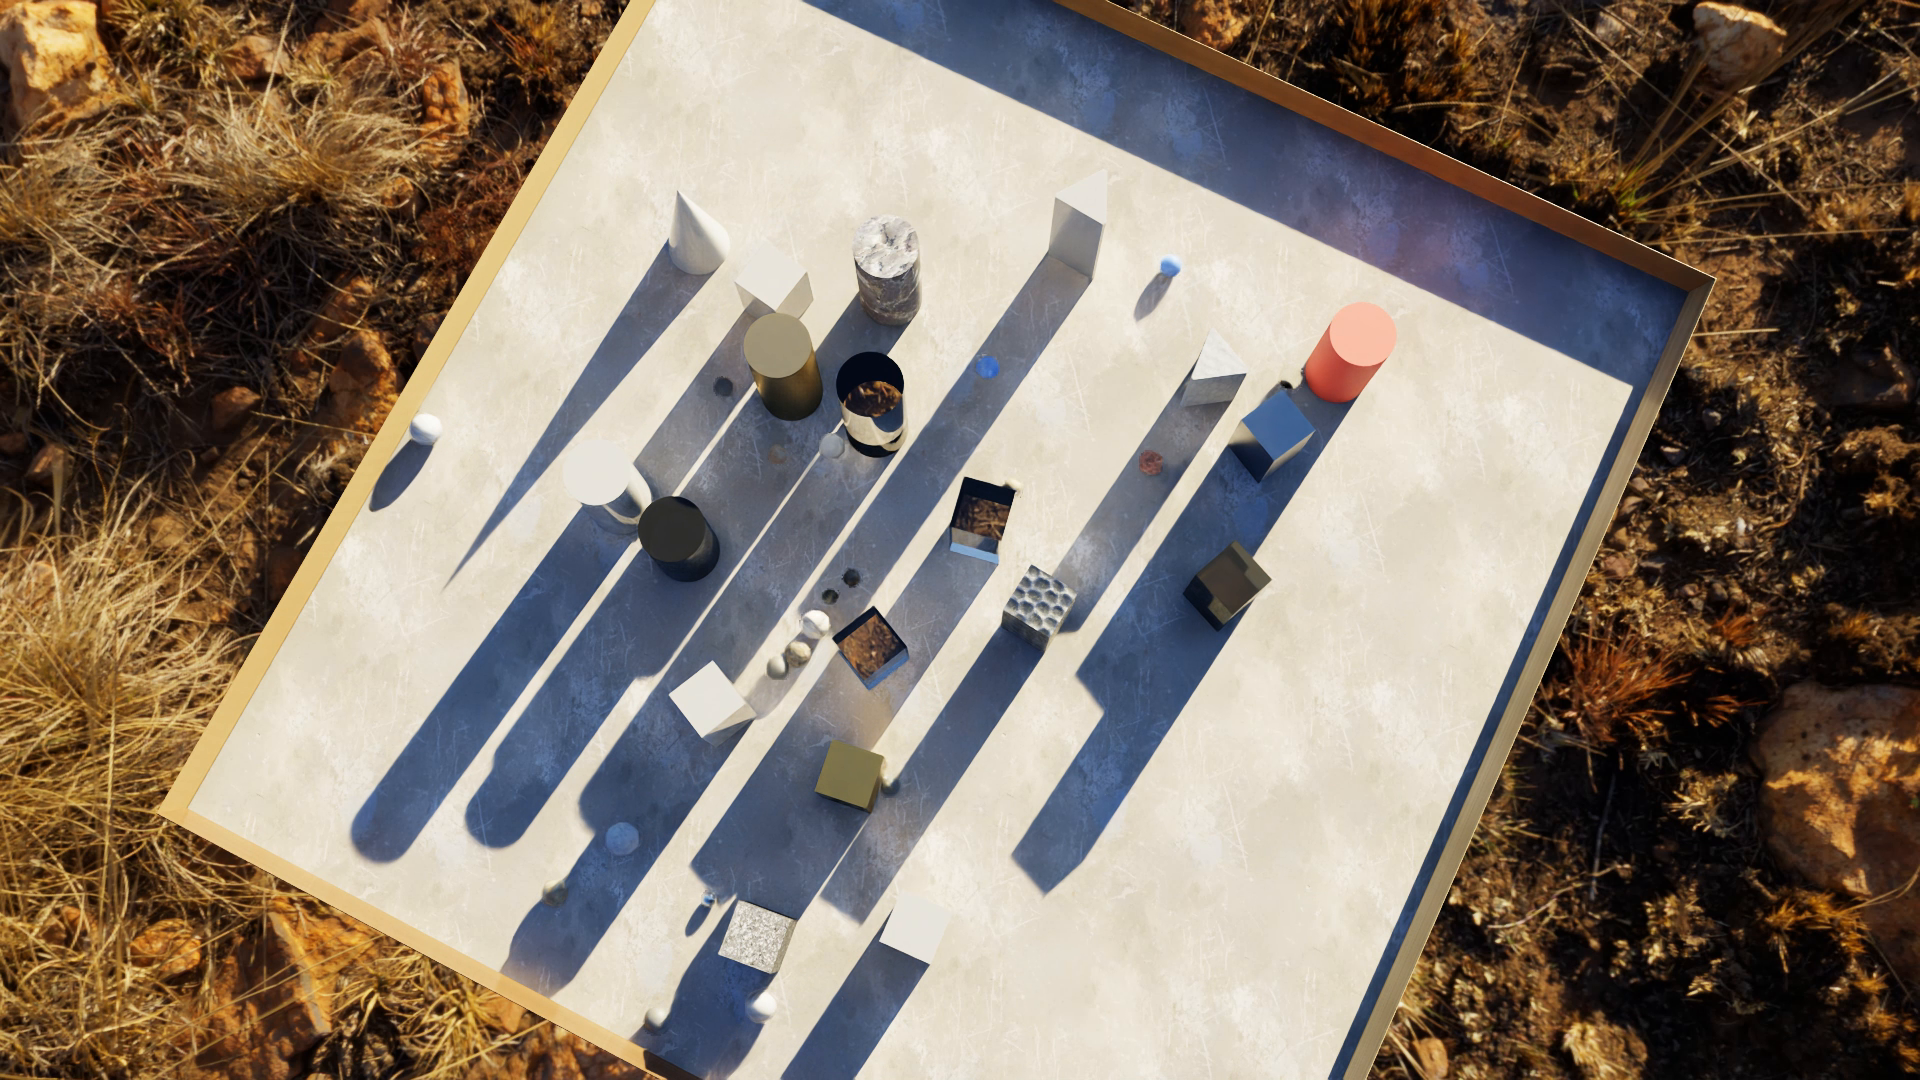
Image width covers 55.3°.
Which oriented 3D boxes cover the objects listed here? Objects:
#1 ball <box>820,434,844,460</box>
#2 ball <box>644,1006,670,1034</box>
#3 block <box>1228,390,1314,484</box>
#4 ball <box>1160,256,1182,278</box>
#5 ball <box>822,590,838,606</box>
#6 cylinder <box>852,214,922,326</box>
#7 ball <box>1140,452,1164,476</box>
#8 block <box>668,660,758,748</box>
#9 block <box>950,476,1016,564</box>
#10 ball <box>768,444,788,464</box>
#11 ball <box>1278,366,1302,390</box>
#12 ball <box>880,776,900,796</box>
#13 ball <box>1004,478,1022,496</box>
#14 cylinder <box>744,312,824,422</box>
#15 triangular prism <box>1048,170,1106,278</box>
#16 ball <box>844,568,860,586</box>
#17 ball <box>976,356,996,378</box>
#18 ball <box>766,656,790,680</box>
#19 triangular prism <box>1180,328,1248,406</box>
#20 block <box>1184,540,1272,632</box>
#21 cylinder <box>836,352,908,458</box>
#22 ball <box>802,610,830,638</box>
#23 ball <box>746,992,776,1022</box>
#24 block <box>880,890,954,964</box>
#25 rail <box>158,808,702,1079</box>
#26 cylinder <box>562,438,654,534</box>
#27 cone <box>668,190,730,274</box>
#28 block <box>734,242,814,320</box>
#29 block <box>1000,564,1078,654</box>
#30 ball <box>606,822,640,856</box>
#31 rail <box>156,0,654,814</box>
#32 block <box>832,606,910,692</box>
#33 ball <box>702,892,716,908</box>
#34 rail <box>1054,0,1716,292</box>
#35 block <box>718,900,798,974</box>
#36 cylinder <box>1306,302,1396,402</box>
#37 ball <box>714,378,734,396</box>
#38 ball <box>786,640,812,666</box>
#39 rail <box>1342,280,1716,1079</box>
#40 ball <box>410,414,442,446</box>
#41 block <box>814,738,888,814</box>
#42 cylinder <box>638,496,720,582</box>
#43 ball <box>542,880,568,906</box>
[{"bbox_3d":[-0.392,-0.286,5.637,0.075,0.075,0.075,0,78,0],"label":"ball"},{"bbox_3d":[-0.875,1.386,5.291,0.077,0.077,0.077,0,78,0],"label":"ball"},{"bbox_3d":[0.936,-0.310,5.533,0.156,0.289,0.156,-36,81,-7],"label":"block"},{"bbox_3d":[0.663,-0.860,5.760,0.067,0.067,0.067,0,78,0],"label":"ball"},{"bbox_3d":[-0.394,0.174,5.556,0.048,0.048,0.048,0,78,0],"label":"ball"},{"bbox_3d":[-0.216,-0.810,5.555,0.195,0.449,0.195,0,78,0],"label":"cylinder"},{"bbox_3d":[0.589,-0.235,5.628,0.072,0.072,0.072,0,78,0],"label":"ball"},{"bbox_3d":[-0.718,0.483,5.357,0.156,0.313,0.156,-38,81,-7],"label":"block"},{"bbox_3d":[0.065,-0.056,5.452,0.156,0.346,0.156,16,79,3],"label":"block"},{"bbox_3d":[-0.560,-0.265,5.642,0.058,0.058,0.058,0,78,0],"label":"ball"},{"bbox_3d":[1.025,-0.502,5.685,0.070,0.070,0.070,0,78,0],"label":"ball"},{"bbox_3d":[-0.206,0.731,5.434,0.061,0.061,0.061,0,78,0],"label":"ball"},{"bbox_3d":[0.160,-0.160,5.620,0.059,0.059,0.059,0,78,0],"label":"ball"},{"bbox_3d":[-0.524,-0.512,5.485,0.195,0.466,0.195,0,78,0],"label":"cylinder"},{"bbox_3d":[0.388,-0.977,5.582,0.169,0.464,0.147,31,80,6],"label":"triangular prism"},{"bbox_3d":[-0.328,0.114,5.566,0.053,0.053,0.053,0,78,0],"label":"ball"},{"bbox_3d":[0.082,-0.536,5.694,0.065,0.065,0.065,0,78,0],"label":"ball"},{"bbox_3d":[-0.548,0.383,5.502,0.070,0.070,0.070,0,78,0],"label":"ball"},{"bbox_3d":[0.760,-0.530,5.576,0.169,0.294,0.147,-8,78,-2],"label":"triangular prism"},{"bbox_3d":[0.788,0.139,5.425,0.156,0.318,0.156,-41,81,-8],"label":"block"},{"bbox_3d":[-0.257,-0.397,5.460,0.195,0.468,0.195,0,78,0],"label":"cylinder"},{"bbox_3d":[-0.435,0.255,5.520,0.085,0.085,0.085,0,78,0],"label":"ball"},{"bbox_3d":[-0.575,1.349,5.293,0.087,0.087,0.087,0,78,0],"label":"ball"},{"bbox_3d":[-0.122,1.108,5.255,0.156,0.260,0.156,23,79,5],"label":"block"},{"bbox_3d":[-0.784,1.541,5.232,3.447,0.127,0.045,26,80,5],"label":"rail"},{"bbox_3d":[-1.040,-0.154,5.443,0.195,0.402,0.195,0,78,0],"label":"cylinder"},{"bbox_3d":[-0.828,-0.980,5.587,0.195,0.456,0.195,0,78,0],"label":"cone"},{"bbox_3d":[-0.570,-0.767,5.640,0.156,0.266,0.156,36,81,7],"label":"block"},{"bbox_3d":[0.230,0.207,5.408,0.156,0.325,0.156,31,80,6],"label":"block"},{"bbox_3d":[-0.991,0.877,5.385,0.098,0.098,0.098,0,78,0],"label":"ball"},{"bbox_3d":[-1.520,-0.738,5.703,0.045,0.127,3.552,26,80,5],"label":"rail"},{"bbox_3d":[-0.262,0.322,5.418,0.156,0.258,0.156,-38,81,-7],"label":"block"},{"bbox_3d":[-0.735,1.056,5.376,0.043,0.043,0.043,0,78,0],"label":"ball"},{"bbox_3d":[0.784,-1.528,5.867,3.447,0.127,0.045,26,80,5],"label":"rail"},{"bbox_3d":[-0.576,1.137,5.254,0.156,0.250,0.156,20,79,4],"label":"block"},{"bbox_3d":[1.176,-0.561,5.534,0.195,0.390,0.195,0,78,0],"label":"cylinder"},{"bbox_3d":[-0.732,-0.474,5.686,0.057,0.057,0.057,0,78,0],"label":"ball"},{"bbox_3d":[-0.486,0.341,5.506,0.078,0.078,0.078,0,78,0],"label":"ball"},{"bbox_3d":[1.520,0.751,5.395,0.045,0.127,3.552,26,80,5],"label":"rail"},{"bbox_3d":[-1.643,-0.341,5.637,0.098,0.098,0.098,0,78,0],"label":"ball"},{"bbox_3d":[-0.314,0.690,5.336,0.156,0.269,0.156,18,79,4],"label":"block"},{"bbox_3d":[-0.833,0.001,5.451,0.195,0.324,0.195,0,78,0],"label":"cylinder"},{"bbox_3d":[-1.186,1.032,5.364,0.077,0.077,0.077,0,78,0],"label":"ball"}]
